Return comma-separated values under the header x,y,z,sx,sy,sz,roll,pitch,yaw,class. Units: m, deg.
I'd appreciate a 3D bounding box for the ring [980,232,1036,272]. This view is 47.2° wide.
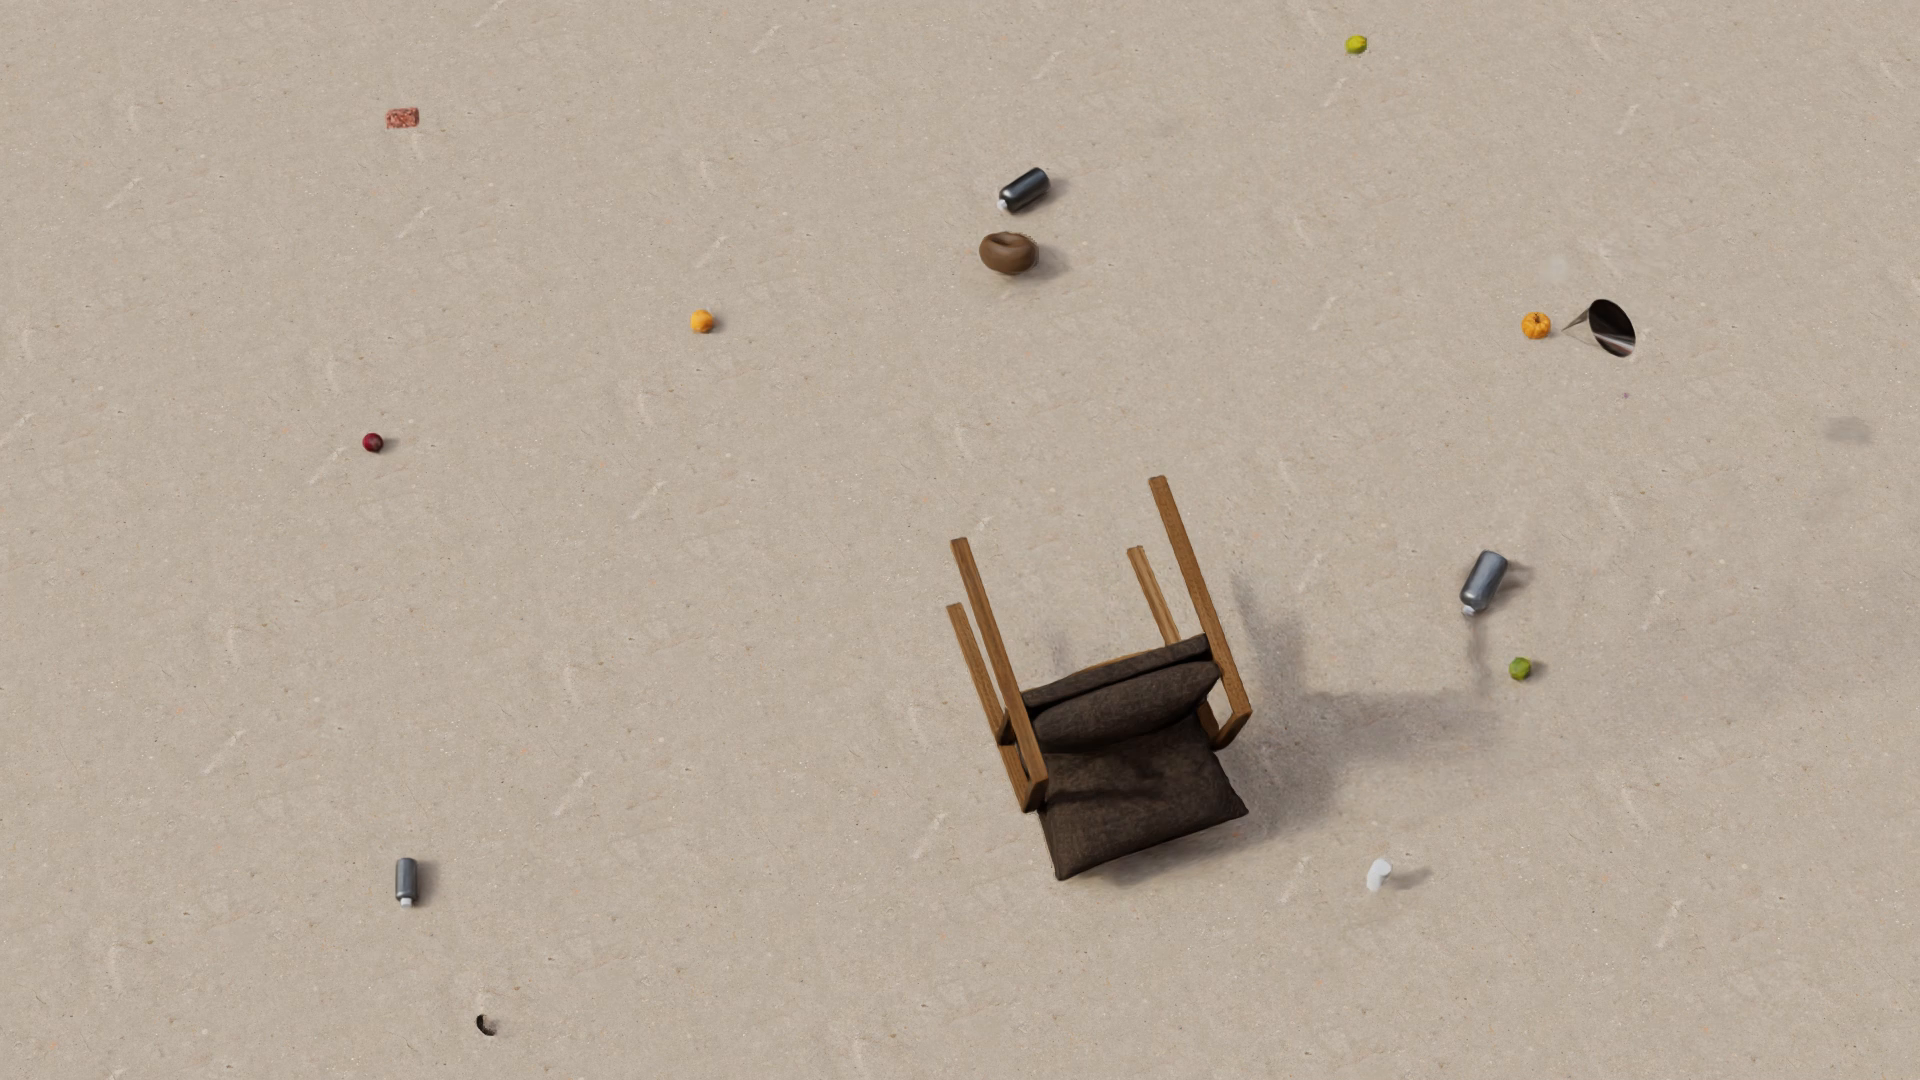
x,y,z,sx,sy,sz,roll,pitch,yaw,class
0.156,-0.930,7.117,0.208,0.094,0.161,23,37,39,ring

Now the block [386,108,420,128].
x,y,z,sx,sy,sz,roll,pitch,yaw,class
-1.644,-1.244,6.485,0.085,0.040,0.064,-4,28,0,block

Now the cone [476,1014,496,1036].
x,y,z,sx,sy,sz,roll,pitch,yaw,class
-1.240,1.267,5.709,0.068,0.035,0.057,43,30,-20,cone

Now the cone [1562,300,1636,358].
x,y,z,sx,sy,sz,roll,pitch,yaw,class
1.692,-0.568,5.945,0.187,0.204,0.120,43,75,-21,cone
